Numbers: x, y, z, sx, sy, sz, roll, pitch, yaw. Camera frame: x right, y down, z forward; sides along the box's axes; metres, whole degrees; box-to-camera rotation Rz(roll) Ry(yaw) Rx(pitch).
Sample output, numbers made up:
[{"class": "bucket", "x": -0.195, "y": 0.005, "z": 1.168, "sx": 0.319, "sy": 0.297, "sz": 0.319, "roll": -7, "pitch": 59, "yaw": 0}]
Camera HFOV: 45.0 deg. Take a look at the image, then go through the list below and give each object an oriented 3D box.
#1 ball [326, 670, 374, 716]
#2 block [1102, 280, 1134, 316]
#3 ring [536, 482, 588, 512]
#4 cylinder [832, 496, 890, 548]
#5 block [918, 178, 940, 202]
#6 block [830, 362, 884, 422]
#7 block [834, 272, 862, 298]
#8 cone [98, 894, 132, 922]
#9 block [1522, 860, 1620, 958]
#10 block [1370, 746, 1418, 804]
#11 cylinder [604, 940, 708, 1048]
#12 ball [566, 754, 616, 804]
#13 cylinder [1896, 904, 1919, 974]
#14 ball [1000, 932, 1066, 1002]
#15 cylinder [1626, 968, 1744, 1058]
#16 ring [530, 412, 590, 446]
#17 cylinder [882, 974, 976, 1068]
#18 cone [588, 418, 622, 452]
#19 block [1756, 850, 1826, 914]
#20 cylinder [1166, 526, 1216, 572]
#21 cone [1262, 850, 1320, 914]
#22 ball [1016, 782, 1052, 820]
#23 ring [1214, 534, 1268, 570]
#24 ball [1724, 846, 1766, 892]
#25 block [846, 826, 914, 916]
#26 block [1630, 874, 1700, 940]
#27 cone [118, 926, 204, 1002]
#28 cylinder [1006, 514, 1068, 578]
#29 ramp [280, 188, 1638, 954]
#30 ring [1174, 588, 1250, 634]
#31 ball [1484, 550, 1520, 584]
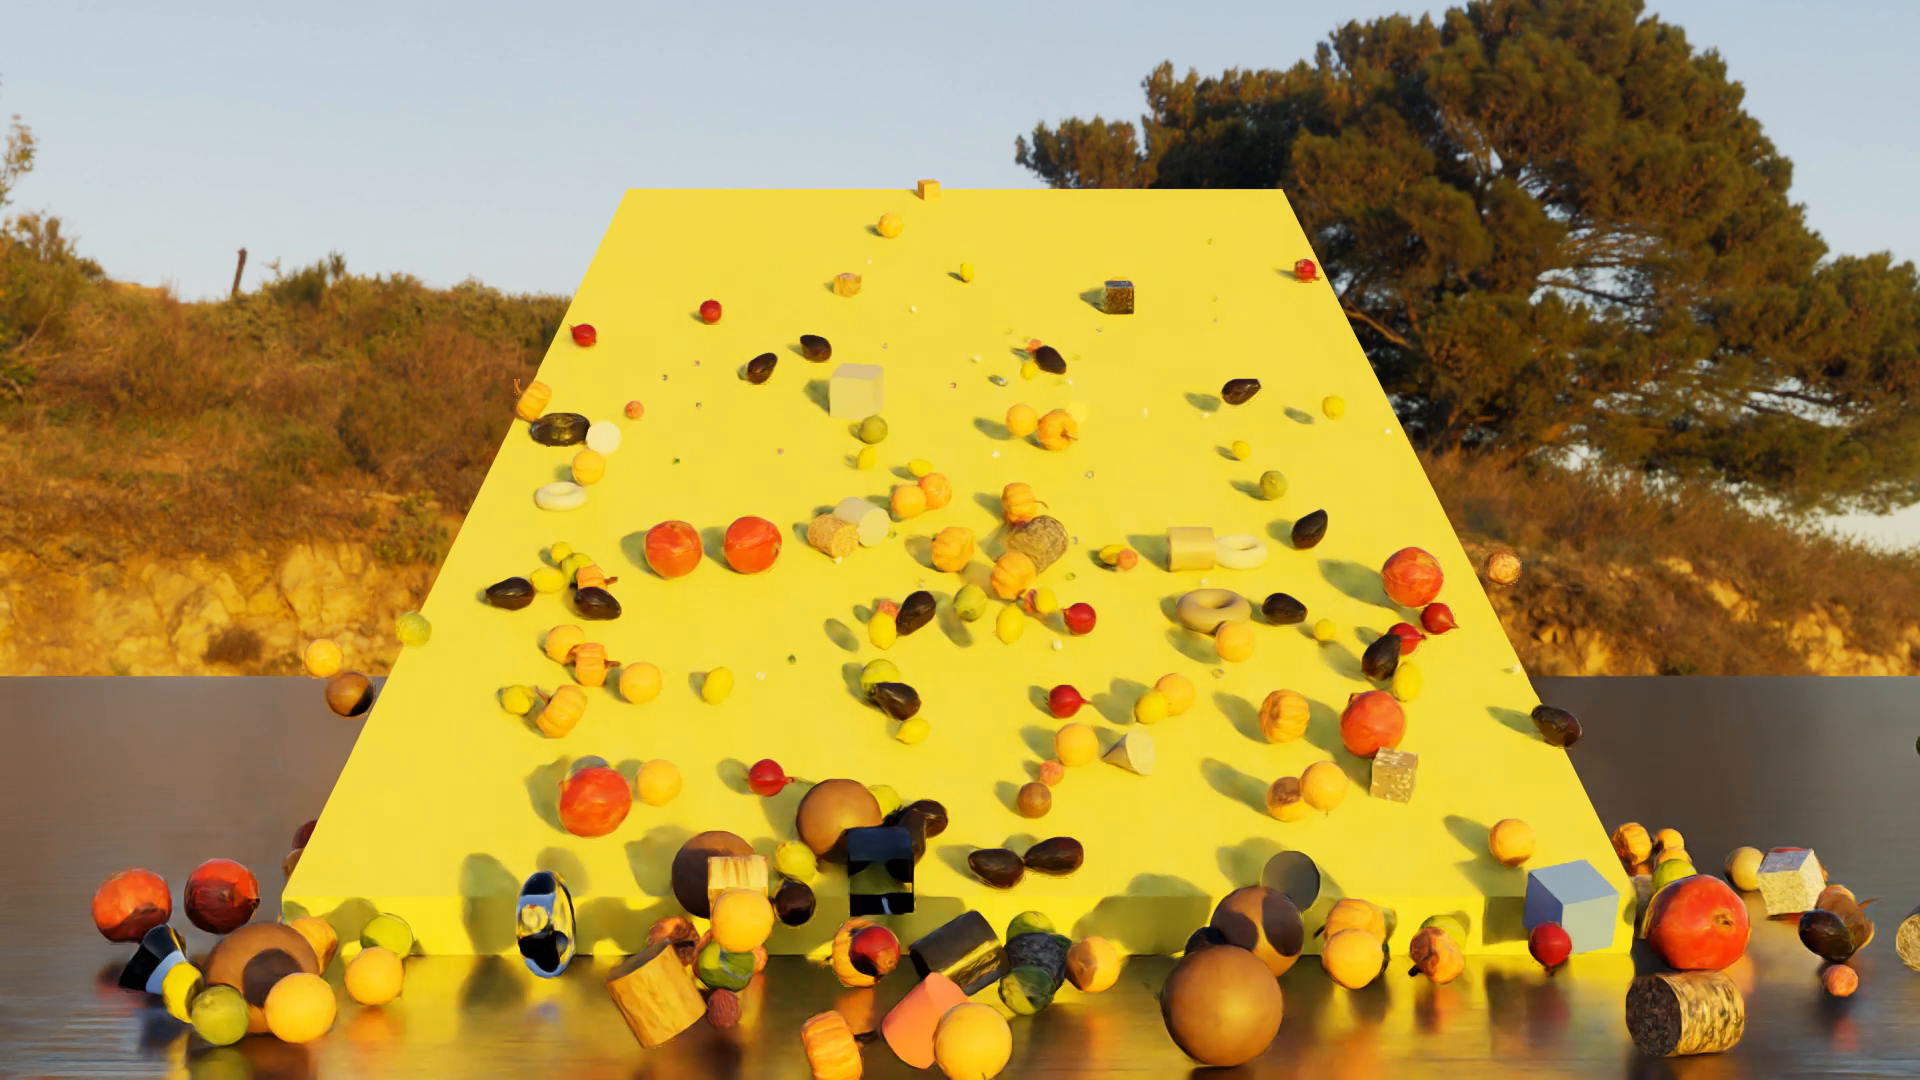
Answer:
[{"class": "ball", "x": -1.120, "y": 0.282, "z": 4.259, "sx": 0.086, "sy": 0.086, "sz": 0.086, "roll": 0, "pitch": -3, "yaw": 0}, {"class": "block", "x": 0.408, "y": -0.623, "z": 5.969, "sx": 0.071, "sy": 0.071, "sz": 0.071, "roll": -1, "pitch": 24, "yaw": -3}, {"class": "ring", "x": -0.820, "y": -0.089, "z": 4.779, "sx": 0.109, "sy": 0.036, "sz": 0.109, "roll": 1, "pitch": 23, "yaw": -1}, {"class": "cylinder", "x": -0.197, "y": -0.036, "z": 4.604, "sx": 0.082, "sy": 0.082, "sz": 0.082, "roll": 3, "pitch": 15, "yaw": -46}, {"class": "block", "x": -0.093, "y": -1.051, "z": 6.973, "sx": 0.052, "sy": 0.052, "sz": 0.052, "roll": -10, "pitch": 26, "yaw": -23}, {"class": "block", "x": -0.233, "y": -0.336, "z": 5.271, "sx": 0.100, "sy": 0.100, "sz": 0.100, "roll": 5, "pitch": 24, "yaw": 12}, {"class": "block", "x": -0.296, "y": -0.670, "z": 6.098, "sx": 0.051, "sy": 0.051, "sz": 0.051, "roll": 18, "pitch": 29, "yaw": 35}, {"class": "cone", "x": -1.428, "y": 0.608, "z": 3.899, "sx": 0.051, "sy": 0.051, "sz": 0.051, "roll": 34, "pitch": -15, "yaw": -18}, {"class": "block", "x": 0.873, "y": 0.527, "z": 3.316, "sx": 0.091, "sy": 0.091, "sz": 0.091, "roll": -9, "pitch": 27, "yaw": -17}, {"class": "block", "x": 0.691, "y": 0.375, "z": 3.693, "sx": 0.060, "sy": 0.060, "sz": 0.060, "roll": 9, "pitch": 25, "yaw": 20}, {"class": "cylinder", "x": -0.336, "y": 0.501, "z": 2.557, "sx": 0.084, "sy": 0.084, "sz": 0.084, "roll": -29, "pitch": 5, "yaw": 3}, {"class": "ball", "x": -0.583, "y": 0.378, "z": 3.659, "sx": 0.077, "sy": 0.077, "sz": 0.077, "roll": 0, "pitch": -3, "yaw": 0}, {"class": "cylinder", "x": 1.362, "y": 0.555, "z": 3.241, "sx": 0.088, "sy": 0.088, "sz": 0.088, "roll": -2, "pitch": 4, "yaw": 32}, {"class": "ball", "x": 0.091, "y": 0.541, "z": 2.940, "sx": 0.088, "sy": 0.088, "sz": 0.088, "roll": 0, "pitch": -3, "yaw": 0}, {"class": "cylinder", "x": 0.800, "y": 0.523, "z": 2.562, "sx": 0.090, "sy": 0.090, "sz": 0.090, "roll": -1, "pitch": -3, "yaw": -26}, {"class": "ring", "x": -0.882, "y": -0.245, "z": 5.128, "sx": 0.133, "sy": 0.044, "sz": 0.133, "roll": 0, "pitch": 25, "yaw": 0}, {"class": "cylinder", "x": -0.033, "y": 0.497, "z": 2.397, "sx": 0.069, "sy": 0.069, "sz": 0.069, "roll": -46, "pitch": -22, "yaw": 19}, {"class": "cone", "x": -0.778, "y": -0.221, "z": 5.086, "sx": 0.075, "sy": 0.075, "sz": 0.075, "roll": 0, "pitch": -12, "yaw": -9}, {"class": "block", "x": 1.420, "y": 0.584, "z": 3.963, "sx": 0.077, "sy": 0.077, "sz": 0.077, "roll": -14, "pitch": 12, "yaw": 40}, {"class": "cylinder", "x": 0.445, "y": 0.017, "z": 4.481, "sx": 0.084, "sy": 0.084, "sz": 0.084, "roll": -1, "pitch": -3, "yaw": -2}, {"class": "cone", "x": 0.468, "y": 0.502, "z": 3.422, "sx": 0.094, "sy": 0.094, "sz": 0.094, "roll": 1, "pitch": -4, "yaw": -16}, {"class": "ball", "x": 0.116, "y": 0.406, "z": 3.620, "sx": 0.058, "sy": 0.058, "sz": 0.058, "roll": 0, "pitch": -3, "yaw": 0}, {"class": "ring", "x": 0.544, "y": 0.023, "z": 4.526, "sx": 0.117, "sy": 0.039, "sz": 0.117, "roll": 1, "pitch": 23, "yaw": -1}, {"class": "ball", "x": 1.506, "y": 0.630, "z": 4.441, "sx": 0.085, "sy": 0.085, "sz": 0.085, "roll": 0, "pitch": -3, "yaw": 0}, {"class": "block", "x": -0.117, "y": 0.484, "z": 3.397, "sx": 0.092, "sy": 0.092, "sz": 0.092, "roll": -2, "pitch": 24, "yaw": -5}, {"class": "block", "x": 1.115, "y": 0.584, "z": 3.694, "sx": 0.091, "sy": 0.091, "sz": 0.091, "roll": -2, "pitch": -3, "yaw": 40}, {"class": "cone", "x": -1.003, "y": 0.562, "z": 2.964, "sx": 0.096, "sy": 0.096, "sz": 0.096, "roll": 35, "pitch": 1, "yaw": 6}, {"class": "cylinder", "x": 0.149, "y": 0.011, "z": 4.483, "sx": 0.093, "sy": 0.093, "sz": 0.093, "roll": -2, "pitch": 25, "yaw": 26}, {"class": "ramp", "x": -0.008, "y": -0.227, "z": 5.271, "sx": 2.000, "sy": 0.100, "sz": 4.000, "roll": 0, "pitch": 24, "yaw": 0}, {"class": "ring", "x": 0.466, "y": 0.130, "z": 4.272, "sx": 0.140, "sy": 0.047, "sz": 0.140, "roll": 0, "pitch": 22, "yaw": 0}, {"class": "ball", "x": 1.057, "y": 0.053, "z": 4.525, "sx": 0.066, "sy": 0.066, "sz": 0.066, "roll": 0, "pitch": -3, "yaw": 0}]
